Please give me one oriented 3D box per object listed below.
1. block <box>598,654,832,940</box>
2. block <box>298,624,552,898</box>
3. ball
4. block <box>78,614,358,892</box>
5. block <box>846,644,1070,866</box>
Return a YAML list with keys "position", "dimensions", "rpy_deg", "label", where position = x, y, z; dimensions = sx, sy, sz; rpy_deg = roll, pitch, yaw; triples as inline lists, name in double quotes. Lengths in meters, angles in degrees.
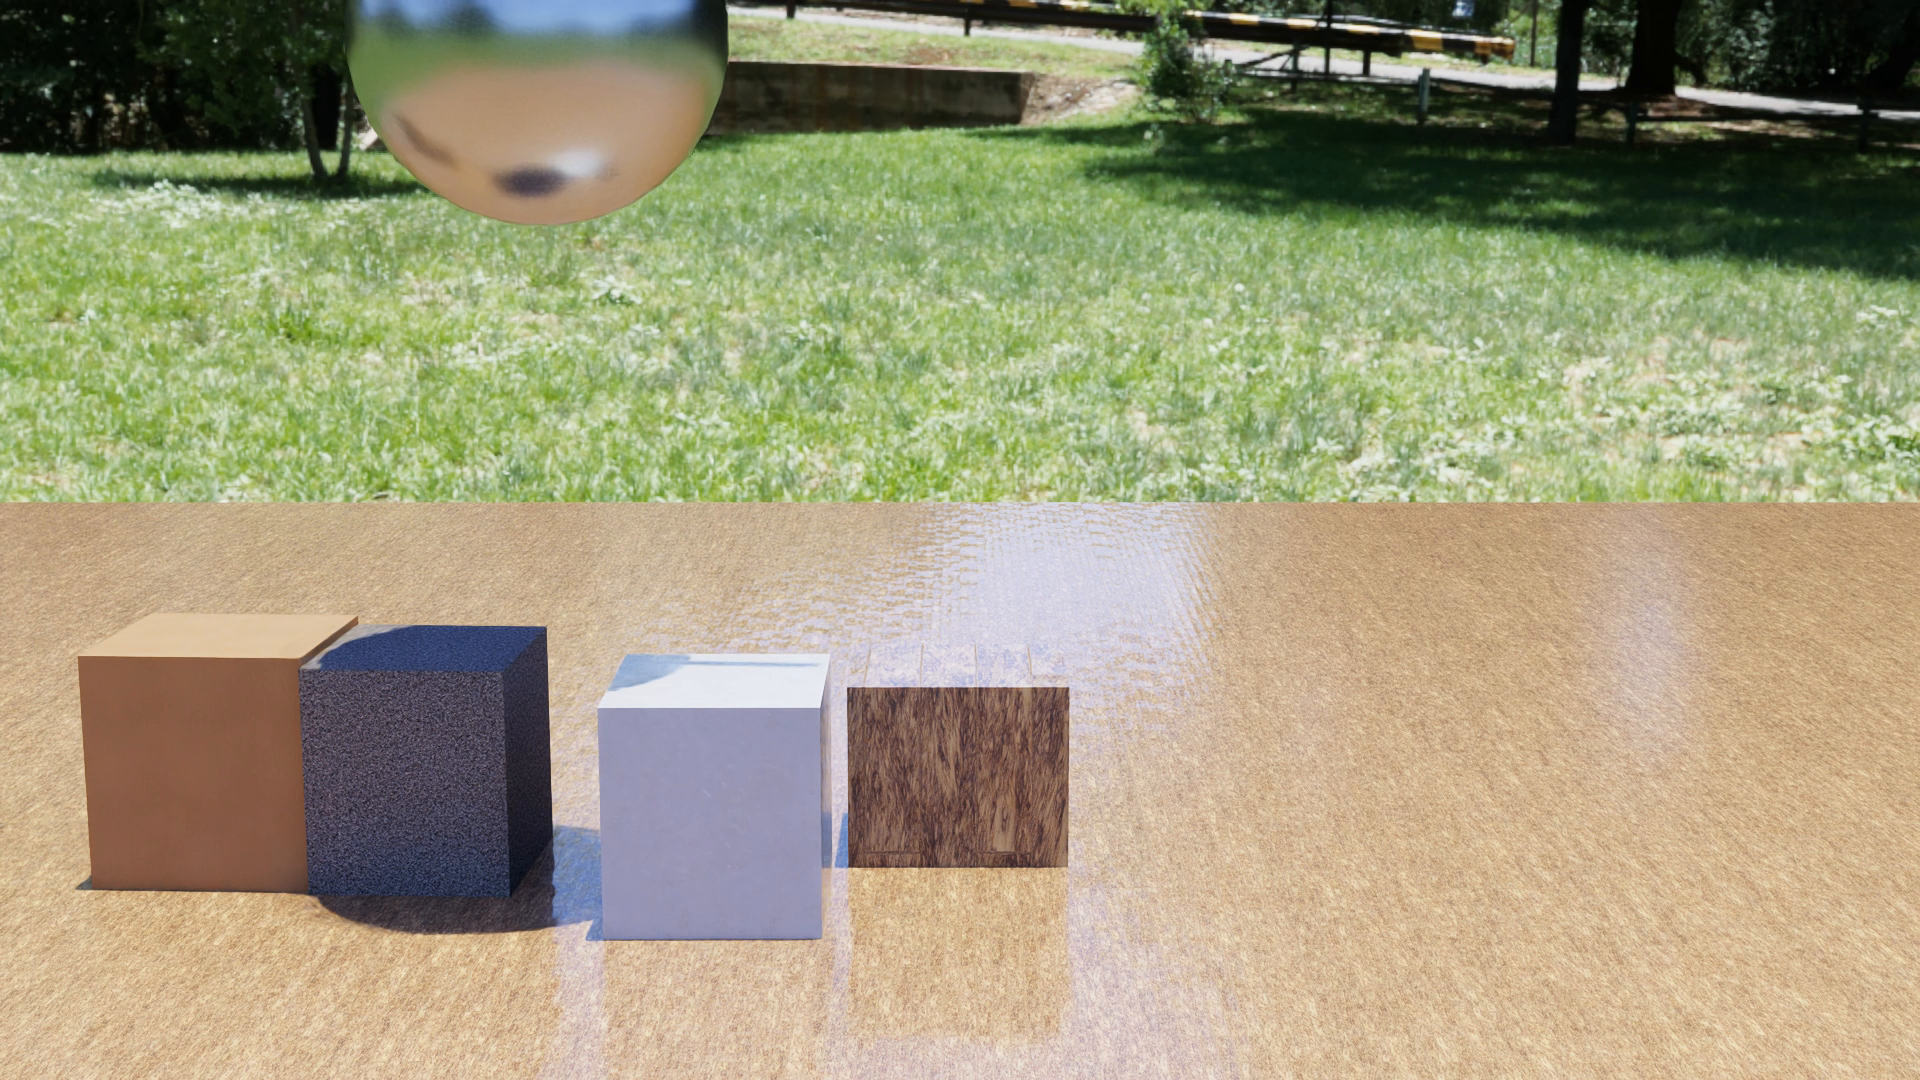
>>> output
- position: [-1.019, 1.072, 10.934]
  dimensions: [0.900, 0.979, 0.975]
  rpy_deg: [0, 10, 0]
  label: "block"
- position: [-2.360, 0.966, 11.452]
  dimensions: [0.881, 1.001, 0.906]
  rpy_deg: [0, 10, 3]
  label: "block"
- position: [-1.771, -2.125, 10.794]
  dimensions: [1.600, 1.600, 1.600]
  rpy_deg: [0, 10, 0]
  label: "ball"
- position: [-3.282, 0.934, 11.516]
  dimensions: [0.968, 1.041, 0.888]
  rpy_deg: [0, 10, 3]
  label: "block"
- position: [-0.007, 0.981, 11.859]
  dimensions: [0.986, 0.827, 0.870]
  rpy_deg: [0, 10, 0]
  label: "block"
